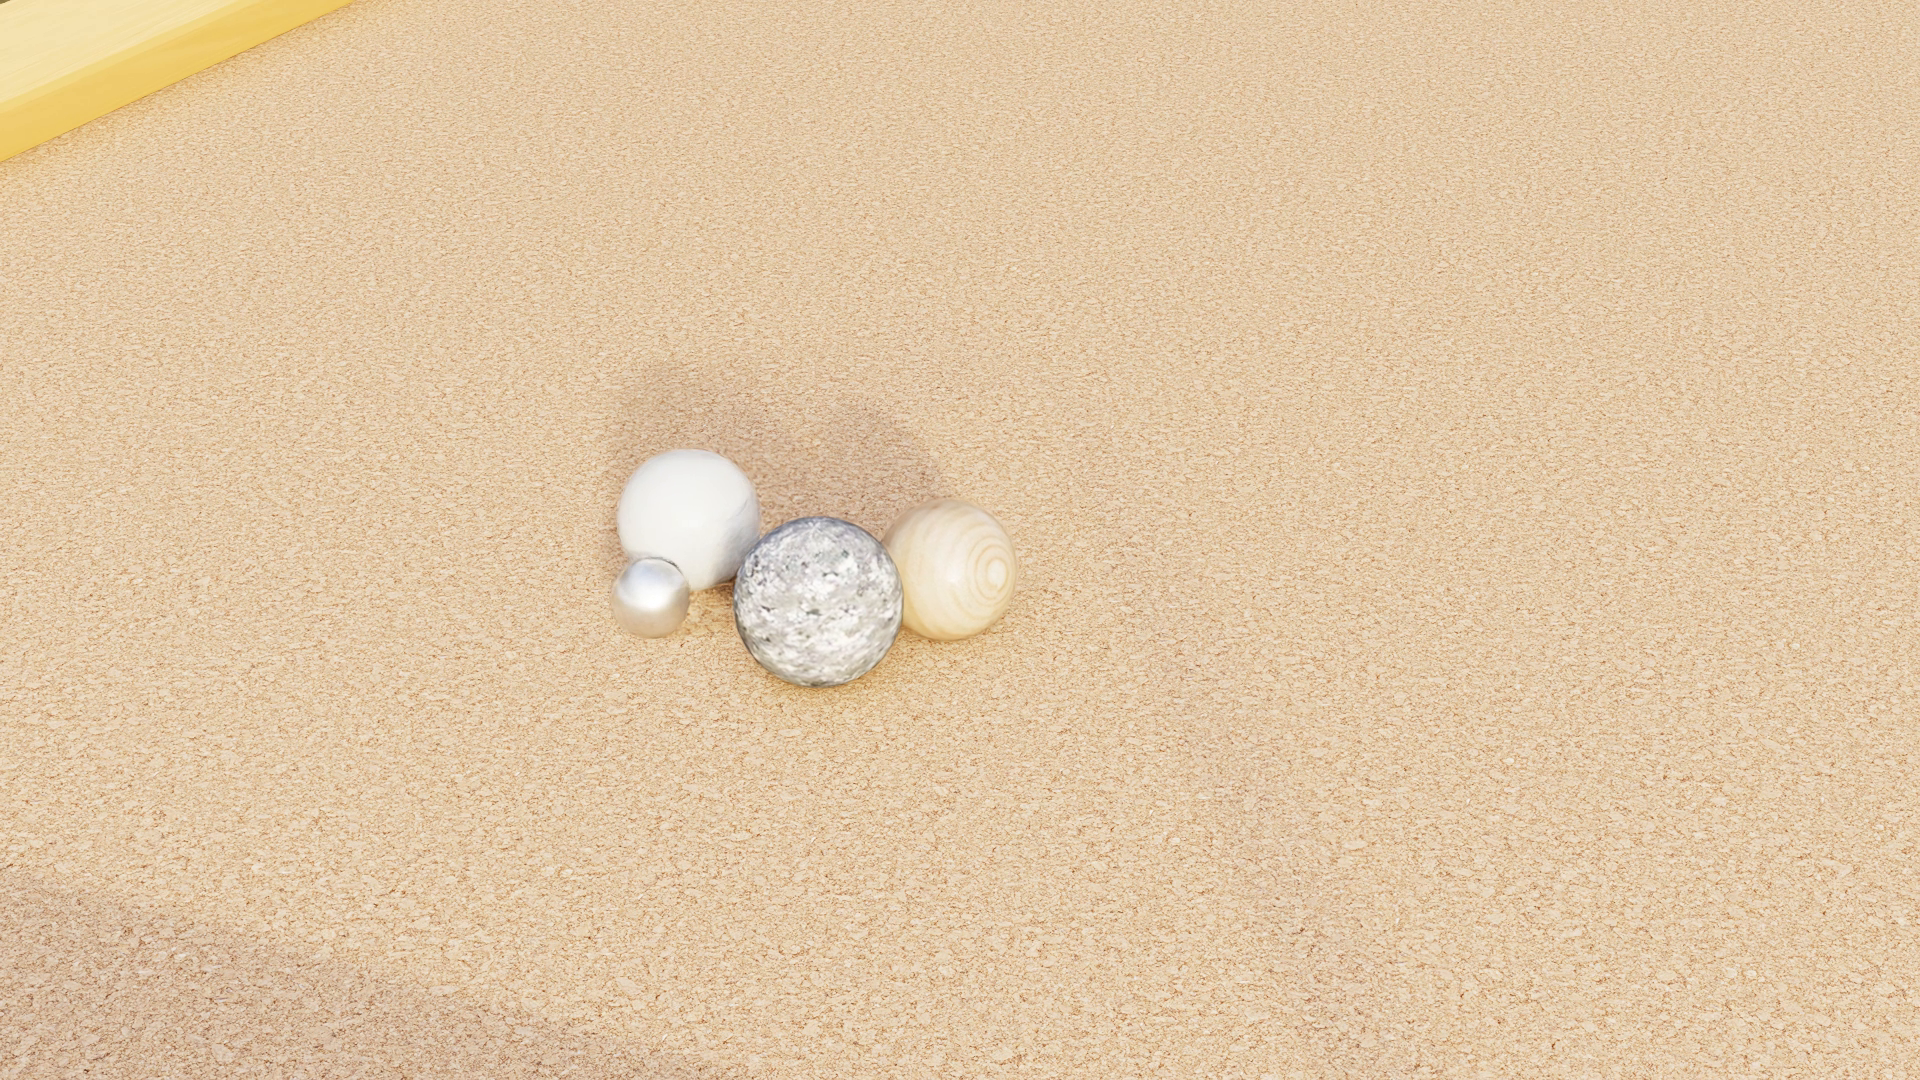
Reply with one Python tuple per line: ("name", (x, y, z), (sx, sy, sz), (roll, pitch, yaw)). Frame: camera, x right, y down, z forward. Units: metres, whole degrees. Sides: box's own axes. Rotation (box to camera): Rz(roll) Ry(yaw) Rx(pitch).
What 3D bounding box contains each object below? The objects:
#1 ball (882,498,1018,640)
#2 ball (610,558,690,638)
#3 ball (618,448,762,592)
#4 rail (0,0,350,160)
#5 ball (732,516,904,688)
("ball", (-0.008, 0.017, 1.711), (0.083, 0.083, 0.083), (0, 27, 0))
("ball", (-0.181, 0.034, 1.718), (0.046, 0.046, 0.046), (0, 27, 0))
("ball", (-0.162, -0.012, 1.765), (0.086, 0.086, 0.086), (0, 27, 0))
("rail", (-0.581, -0.576, 2.836), (0.045, 0.126, 3.540), (11, 29, 21))
("ball", (-0.080, 0.035, 1.660), (0.097, 0.097, 0.097), (0, 27, 0))
